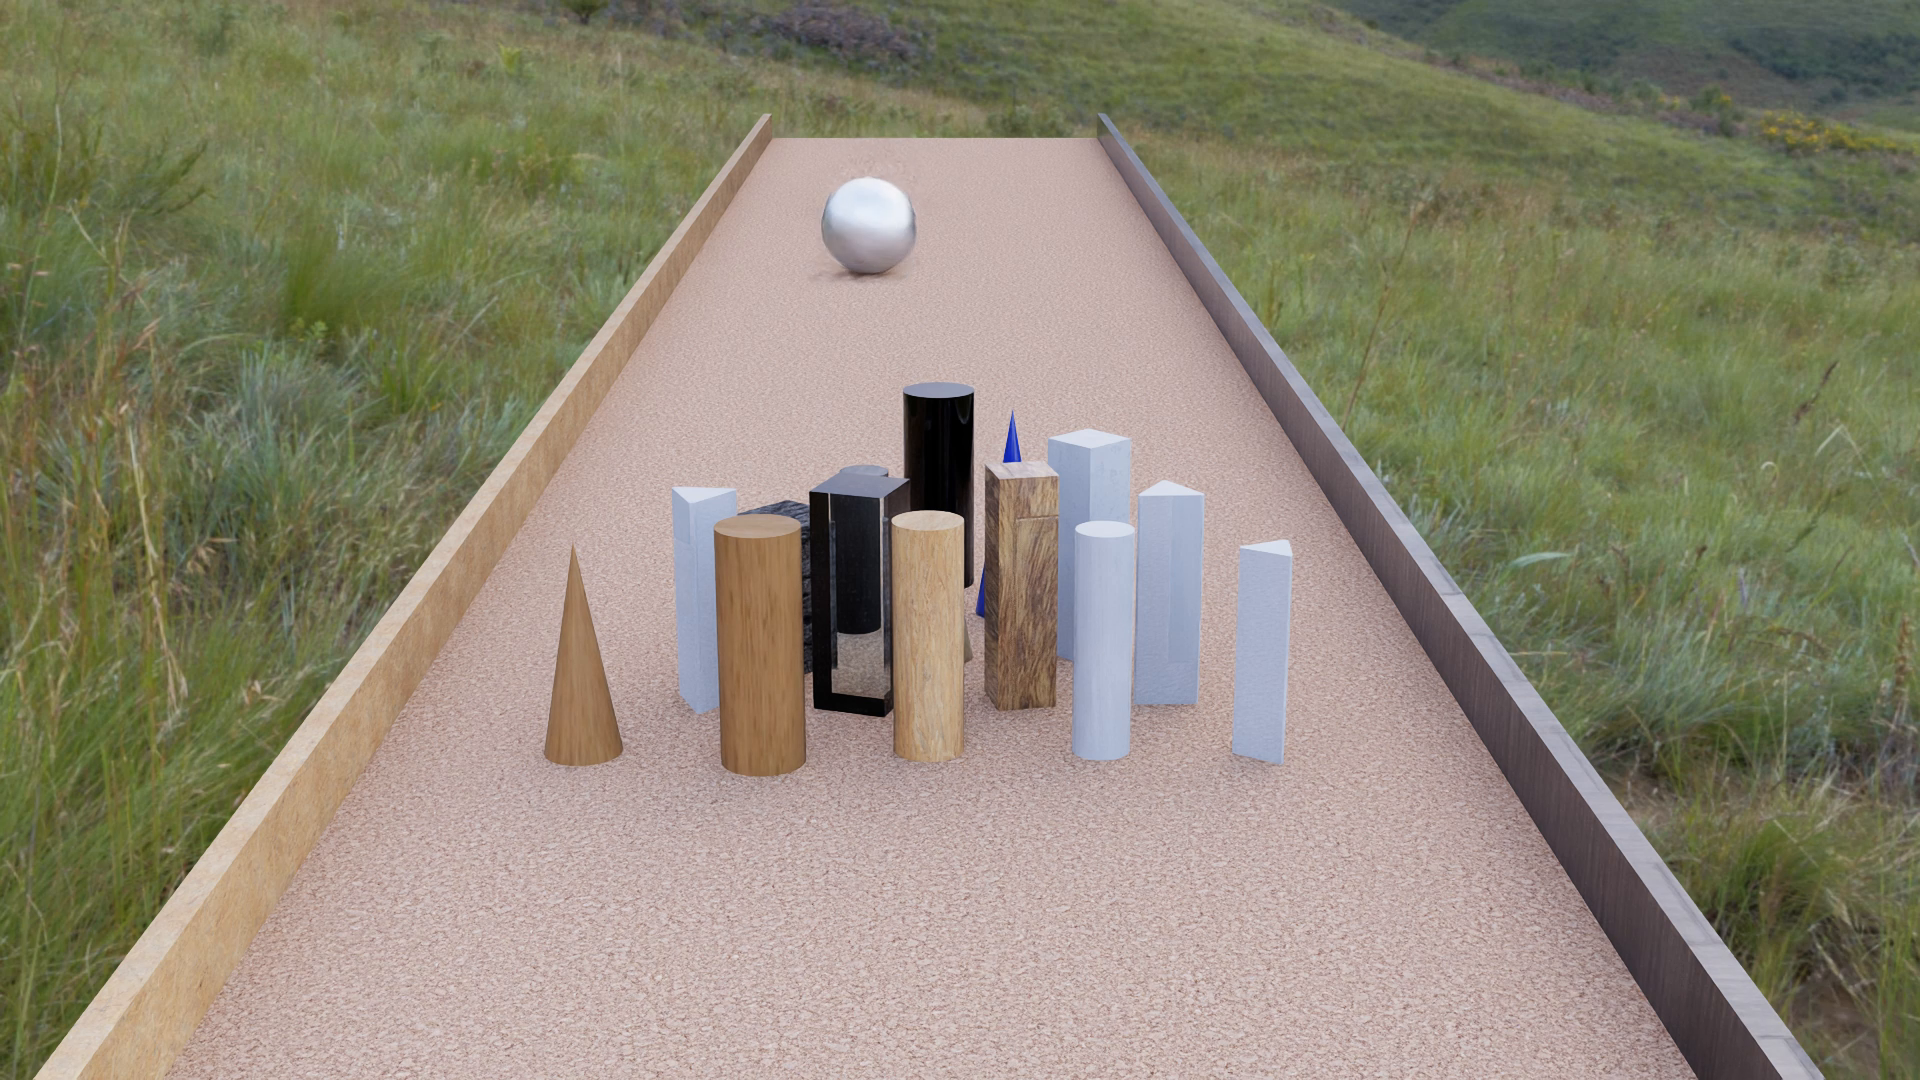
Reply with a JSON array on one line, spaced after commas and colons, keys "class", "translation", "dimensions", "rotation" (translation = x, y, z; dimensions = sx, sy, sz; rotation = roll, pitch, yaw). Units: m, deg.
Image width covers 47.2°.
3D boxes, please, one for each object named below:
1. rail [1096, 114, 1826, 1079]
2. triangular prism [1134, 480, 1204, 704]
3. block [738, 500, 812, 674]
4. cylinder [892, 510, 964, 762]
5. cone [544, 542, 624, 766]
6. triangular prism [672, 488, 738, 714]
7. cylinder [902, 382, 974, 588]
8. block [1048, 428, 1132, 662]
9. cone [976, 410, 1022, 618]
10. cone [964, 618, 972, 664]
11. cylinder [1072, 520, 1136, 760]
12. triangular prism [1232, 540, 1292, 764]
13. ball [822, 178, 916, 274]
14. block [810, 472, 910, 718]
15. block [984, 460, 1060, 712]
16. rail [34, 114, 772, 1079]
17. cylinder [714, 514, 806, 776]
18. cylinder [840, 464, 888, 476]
[{"class": "rail", "translation": [0.932, -0.844, 7.801], "dimensions": [0.050, 0.150, 12.000], "rotation": [0, 17, -1]}, {"class": "triangular prism", "translation": [0.389, 0.099, 4.172], "dimensions": [0.122, 0.411, 0.105], "rotation": [-1, 17, -2]}, {"class": "block", "translation": [-0.341, 0.097, 4.372], "dimensions": [0.163, 0.302, 0.163], "rotation": [14, 22, 40]}, {"class": "cylinder", "translation": [-0.056, 0.171, 3.901], "dimensions": [0.127, 0.428, 0.127], "rotation": [0, 17, 0]}, {"class": "cone", "translation": [-0.676, 0.190, 3.895], "dimensions": [0.141, 0.395, 0.141], "rotation": [0, 17, 0]}, {"class": "triangular prism", "translation": [-0.496, 0.107, 4.147], "dimensions": [0.105, 0.411, 0.122], "rotation": [12, 20, 35]}, {"class": "cylinder", "translation": [-0.047, -0.117, 4.853], "dimensions": [0.157, 0.438, 0.157], "rotation": [0, 17, 0]}, {"class": "block", "translation": [0.255, 0.014, 4.398], "dimensions": [0.116, 0.447, 0.116], "rotation": [-15, 22, -41]}, {"class": "cone", "translation": [0.110, -0.060, 4.648], "dimensions": [0.154, 0.445, 0.154], "rotation": [0, 17, 0]}, {"class": "cone", "translation": [-0.032, 0.089, 4.393], "dimensions": [0.117, 0.305, 0.117], "rotation": [0, 17, 0]}, {"class": "cylinder", "translation": [0.253, 0.179, 3.899], "dimensions": [0.104, 0.414, 0.104], "rotation": [0, 17, 0]}, {"class": "triangular prism", "translation": [0.553, 0.194, 3.898], "dimensions": [0.100, 0.385, 0.086], "rotation": [11, 20, 32]}, {"class": "ball", "translation": [-0.363, -1.255, 8.775], "dimensions": [0.382, 0.382, 0.382], "rotation": [0, 17, 0]}, {"class": "block", "translation": [-0.185, 0.102, 4.138], "dimensions": [0.144, 0.425, 0.144], "rotation": [6, 18, 19]}, {"class": "block", "translation": [0.115, 0.087, 4.143], "dimensions": [0.113, 0.452, 0.113], "rotation": [-4, 17, -12]}, {"class": "rail", "translation": [-1.118, -0.838, 7.780], "dimensions": [0.050, 0.150, 12.000], "rotation": [0, 17, -1]}, {"class": "cylinder", "translation": [-0.349, 0.184, 3.848], "dimensions": [0.150, 0.434, 0.150], "rotation": [0, 17, 0]}, {"class": "cylinder", "translation": [-0.200, 0.012, 4.618], "dimensions": [0.103, 0.324, 0.103], "rotation": [0, 17, 0]}]
